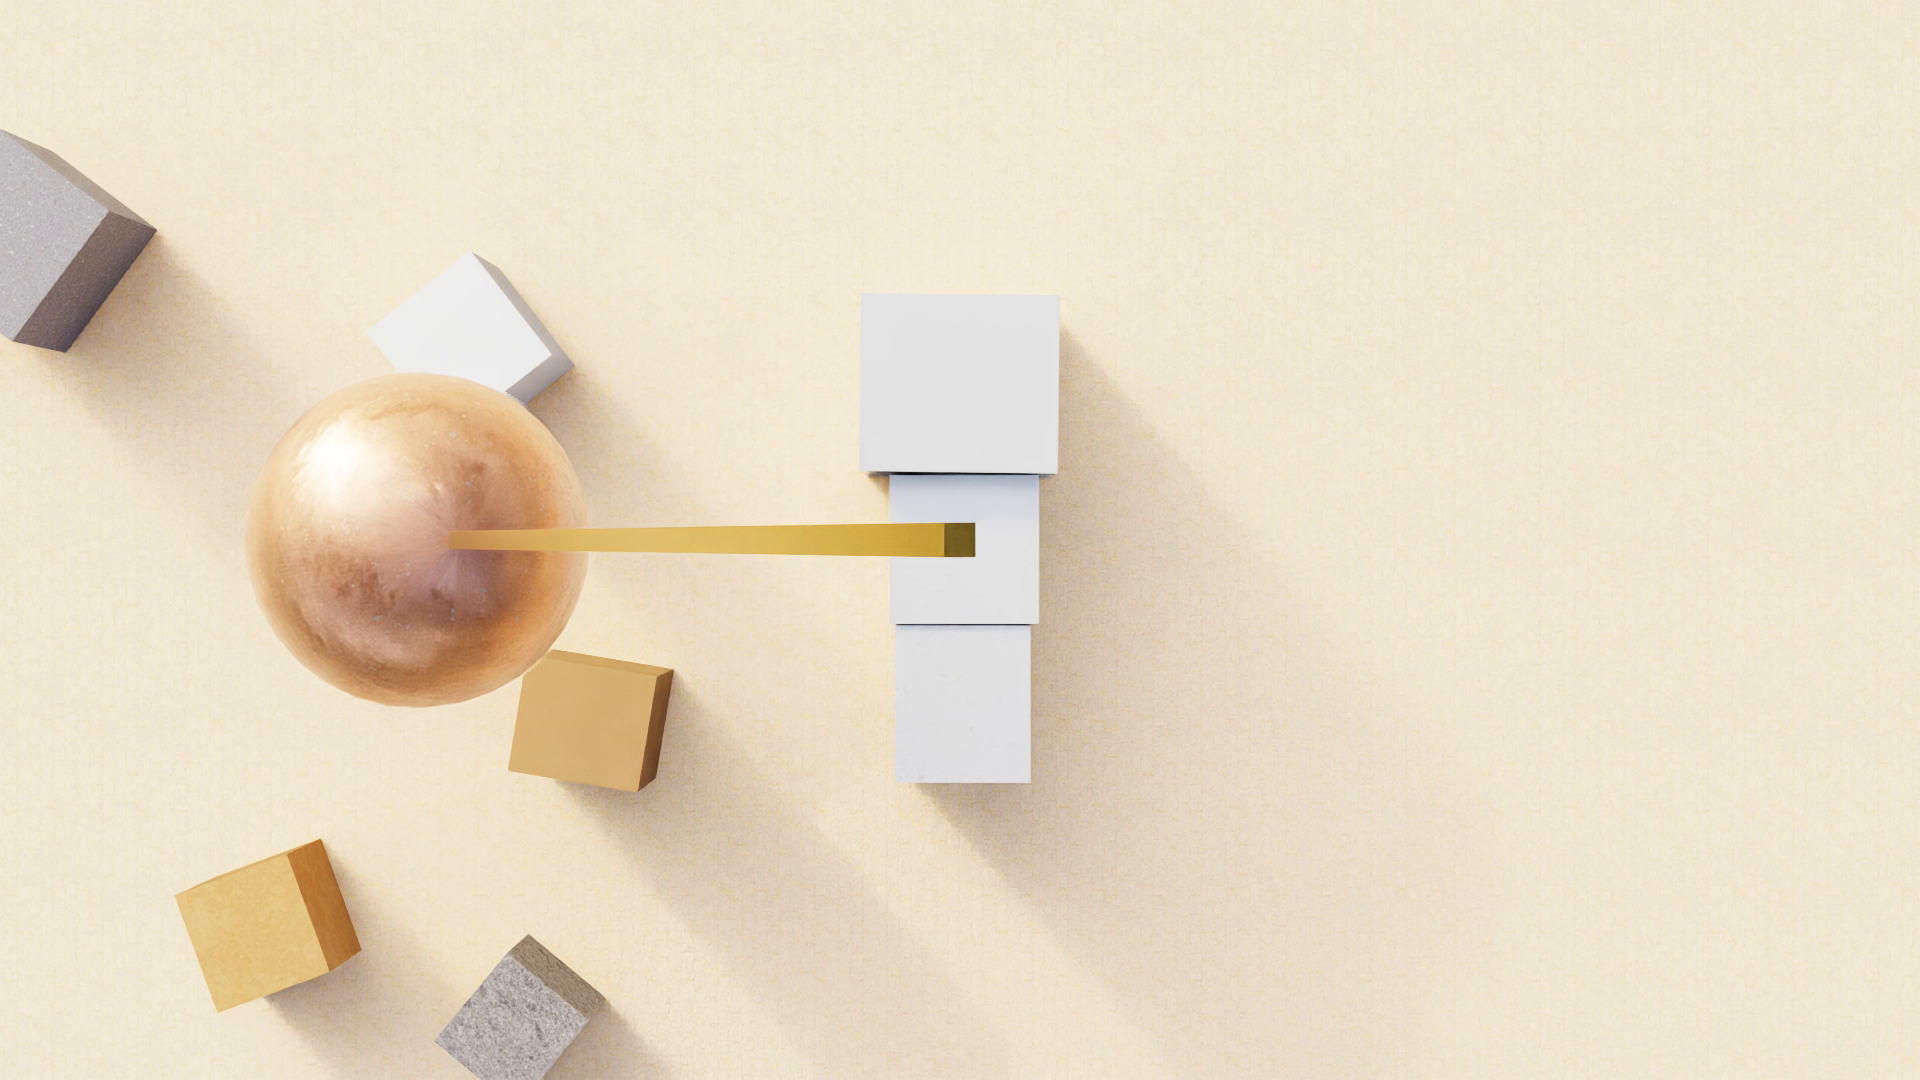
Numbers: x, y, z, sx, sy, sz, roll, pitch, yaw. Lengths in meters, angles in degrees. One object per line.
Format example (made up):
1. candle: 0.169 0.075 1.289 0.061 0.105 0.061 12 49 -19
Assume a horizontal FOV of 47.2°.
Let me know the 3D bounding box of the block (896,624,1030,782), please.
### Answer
1. block: 0.016 0.906 12.569 0.746 0.863 0.869 0 90 0

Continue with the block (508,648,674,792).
1. block: -2.106 1.025 12.629 0.734 0.743 0.654 9 90 0

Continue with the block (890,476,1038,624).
1. block: 0.023 0.052 12.560 0.824 0.880 0.817 0 90 0

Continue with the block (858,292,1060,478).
1. block: -0.004 -0.858 12.512 1.087 0.975 0.974 1 90 0

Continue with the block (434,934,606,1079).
1. block: -2.527 2.766 12.696 0.600 0.609 0.647 40 90 0

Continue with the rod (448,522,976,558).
1. rod: -1.112 0.000 7.390 0.080 5.200 0.080 0 90 -25

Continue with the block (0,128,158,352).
1. block: -5.324 -1.702 12.626 0.777 0.748 0.909 37 90 0

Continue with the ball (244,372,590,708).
1. ball: -2.566 0.000 10.464 1.600 1.600 1.600 0 90 0

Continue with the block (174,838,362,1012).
1. block: -3.972 2.209 12.668 0.671 0.663 0.704 -20 90 0

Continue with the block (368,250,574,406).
1. block: -2.793 -1.097 12.631 0.736 0.739 0.736 -38 90 0
